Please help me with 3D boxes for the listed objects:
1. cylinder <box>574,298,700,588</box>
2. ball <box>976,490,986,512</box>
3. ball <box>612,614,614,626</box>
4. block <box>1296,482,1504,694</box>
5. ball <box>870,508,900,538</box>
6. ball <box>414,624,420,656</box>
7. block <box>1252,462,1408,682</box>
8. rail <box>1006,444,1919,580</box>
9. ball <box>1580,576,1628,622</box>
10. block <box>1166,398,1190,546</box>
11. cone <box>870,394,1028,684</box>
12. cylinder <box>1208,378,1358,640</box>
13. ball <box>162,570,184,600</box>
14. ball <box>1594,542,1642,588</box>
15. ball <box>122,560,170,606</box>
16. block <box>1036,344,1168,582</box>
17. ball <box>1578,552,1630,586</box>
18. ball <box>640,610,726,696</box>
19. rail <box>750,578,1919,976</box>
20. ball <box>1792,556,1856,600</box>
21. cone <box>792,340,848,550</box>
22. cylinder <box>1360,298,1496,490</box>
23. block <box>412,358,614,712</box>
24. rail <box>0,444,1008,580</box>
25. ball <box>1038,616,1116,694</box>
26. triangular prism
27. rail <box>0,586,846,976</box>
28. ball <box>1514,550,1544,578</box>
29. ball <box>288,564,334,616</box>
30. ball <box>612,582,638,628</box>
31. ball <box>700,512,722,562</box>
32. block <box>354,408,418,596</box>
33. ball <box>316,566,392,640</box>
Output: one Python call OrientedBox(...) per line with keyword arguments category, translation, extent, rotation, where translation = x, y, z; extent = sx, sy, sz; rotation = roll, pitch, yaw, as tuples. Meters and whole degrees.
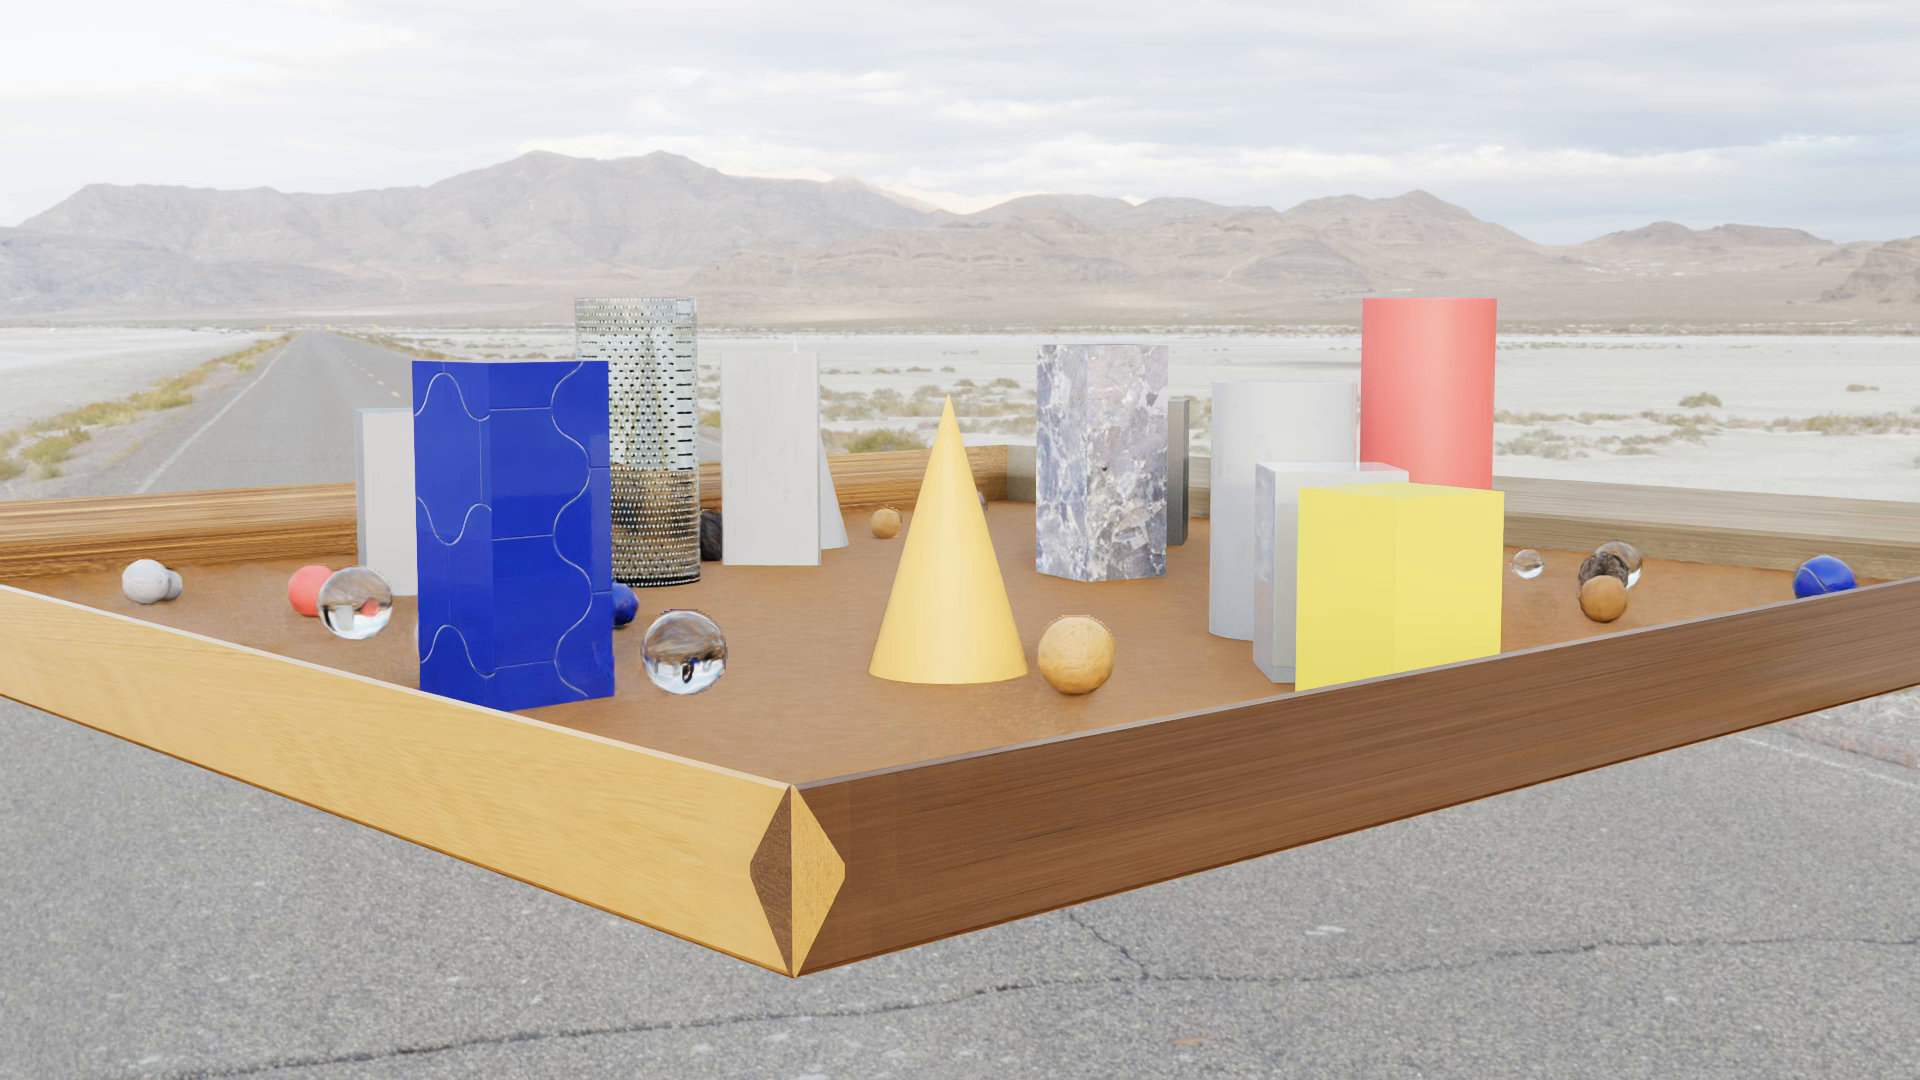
OrientedBox(category="cylinder", translation=(-0.530, -0.164, 3.620), extent=(0.199, 0.465, 0.199), rotation=(0, 6, 0))
OrientedBox(category="ball", translation=(0.022, -0.075, 4.684), extent=(0.068, 0.068, 0.068), rotation=(0, 6, 0))
OrientedBox(category="ball", translation=(-0.495, 0.105, 2.873), extent=(0.084, 0.084, 0.084), rotation=(0, 6, 0))
OrientedBox(category="block", translation=(0.491, 0.066, 2.465), extent=(0.159, 0.246, 0.159), rotation=(-4, 7, -32))
OrientedBox(category="ball", translation=(-0.146, -0.032, 4.306), extent=(0.060, 0.060, 0.060), rotation=(0, 6, 0))
OrientedBox(category="ball", translation=(-0.623, 0.120, 2.697), extent=(0.091, 0.091, 0.091), rotation=(0, 6, 0))
OrientedBox(category="block", translation=(0.454, 0.037, 2.709), extent=(0.159, 0.254, 0.159), rotation=(0, 6, -1))
OrientedBox(category="rail", translation=(0.979, -0.060, 4.230), extent=(0.045, 0.129, 2.608), rotation=(-5, 8, -42))
OrientedBox(category="ball", translation=(0.921, 0.085, 3.147), extent=(0.068, 0.068, 0.068), rotation=(0, 6, 0))
OrientedBox(category="block", translation=(0.359, -0.135, 4.266), extent=(0.159, 0.274, 0.159), rotation=(1, 6, 10))
OrientedBox(category="cone", translation=(-0.014, -0.010, 2.716), extent=(0.199, 0.345, 0.199), rotation=(0, 6, 0))
OrientedBox(category="cylinder", translation=(0.446, -0.045, 3.044), extent=(0.199, 0.348, 0.199), rotation=(0, 6, 0))
OrientedBox(category="ball", translation=(-1.224, 0.070, 3.397), extent=(0.046, 0.046, 0.046), rotation=(0, 6, 0))
OrientedBox(category="ball", translation=(1.047, 0.042, 3.506), extent=(0.079, 0.079, 0.079), rotation=(0, 6, 0))
OrientedBox(category="ball", translation=(-1.235, 0.064, 3.337), extent=(0.070, 0.070, 0.070), rotation=(0, 6, 0))
OrientedBox(category="block", translation=(0.238, -0.135, 3.712), extent=(0.159, 0.388, 0.159), rotation=(-3, 7, -29))
OrientedBox(category="ball", translation=(0.994, 0.056, 3.395), extent=(0.074, 0.074, 0.074), rotation=(0, 6, 0))
OrientedBox(category="ball", translation=(-0.322, 0.131, 2.556), extent=(0.098, 0.098, 0.098), rotation=(0, 6, 0))
OrientedBox(category="rail", translation=(0.868, 0.131, 2.396), extent=(2.711, 0.129, 0.045), rotation=(-5, 8, -42))
OrientedBox(category="ball", translation=(1.271, 0.066, 3.233), extent=(0.086, 0.086, 0.086), rotation=(0, 6, 0))
OrientedBox(category="cone", translation=(-0.311, -0.188, 4.184), extent=(0.199, 0.395, 0.199), rotation=(0, 6, 0))
OrientedBox(category="cylinder", translation=(0.709, -0.135, 3.345), extent=(0.199, 0.463, 0.199), rotation=(0, 6, 0))
OrientedBox(category="block", translation=(-0.514, -0.012, 2.532), extent=(0.159, 0.388, 0.159), rotation=(-6, 8, -44))
OrientedBox(category="rail", translation=(-0.868, -0.064, 4.268), extent=(2.711, 0.129, 0.045), rotation=(-5, 8, -42))
OrientedBox(category="ball", translation=(0.135, 0.134, 2.559), extent=(0.091, 0.091, 0.091), rotation=(0, 6, 0))
OrientedBox(category="triangular prism", translation=(-0.329, -0.149, 3.921), extent=(0.172, 0.372, 0.149), rotation=(0, 6, 2))
OrientedBox(category="rail", translation=(-0.979, 0.127, 2.433), extent=(0.045, 0.129, 2.608), rotation=(-5, 8, -42))
OrientedBox(category="ball", translation=(0.947, 0.040, 3.665), extent=(0.049, 0.049, 0.049), rotation=(0, 6, 0))
OrientedBox(category="ball", translation=(-0.945, 0.074, 3.217), extent=(0.075, 0.075, 0.075), rotation=(0, 6, 0))
OrientedBox(category="ball", translation=(-0.486, 0.092, 3.100), extent=(0.064, 0.064, 0.064), rotation=(0, 6, 0))
OrientedBox(category="ball", translation=(-0.446, -0.005, 3.910), extent=(0.089, 0.089, 0.089), rotation=(0, 6, 0))
OrientedBox(category="block", translation=(-0.876, -0.064, 3.515), extent=(0.159, 0.288, 0.159), rotation=(-2, 6, -20))
OrientedBox(category="ball", translation=(-0.820, 0.086, 2.982), extent=(0.099, 0.099, 0.099), rotation=(0, 6, 0))
